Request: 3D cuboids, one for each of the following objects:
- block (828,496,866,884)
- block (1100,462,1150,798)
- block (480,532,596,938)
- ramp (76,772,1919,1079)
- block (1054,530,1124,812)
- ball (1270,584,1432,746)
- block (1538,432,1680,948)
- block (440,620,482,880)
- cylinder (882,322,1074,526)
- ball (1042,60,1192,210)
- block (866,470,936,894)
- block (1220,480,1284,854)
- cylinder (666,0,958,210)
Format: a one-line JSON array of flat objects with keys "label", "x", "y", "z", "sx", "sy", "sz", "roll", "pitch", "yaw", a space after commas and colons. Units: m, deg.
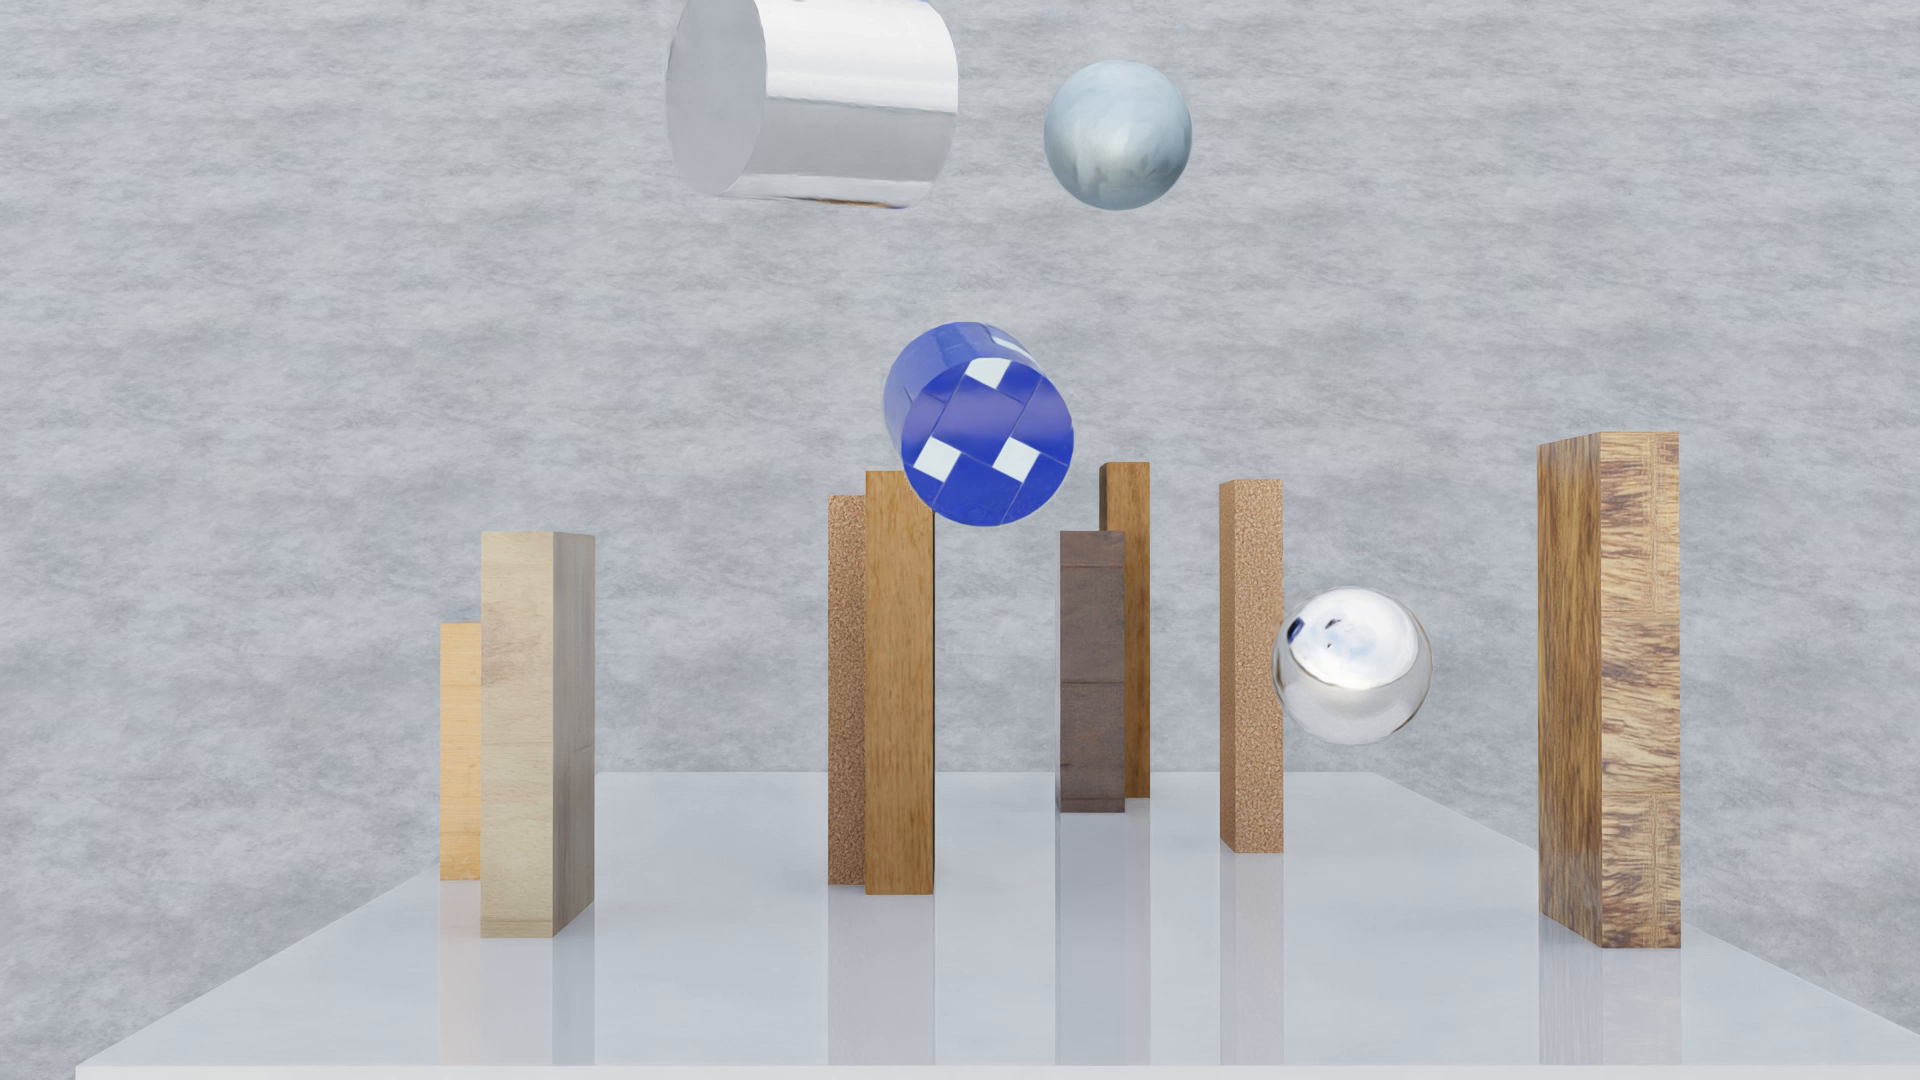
[{"label": "block", "x": -0.177, "y": 0.251, "z": 4.459, "sx": 0.083, "sy": 0.646, "sz": 0.326, "roll": 0, "pitch": -1, "yaw": 0}, {"label": "block", "x": 0.387, "y": 0.208, "z": 6.121, "sx": 0.098, "sy": 0.771, "sz": 0.335, "roll": 0, "pitch": -1, "yaw": 0}, {"label": "block", "x": -0.629, "y": 0.278, "z": 3.888, "sx": 0.102, "sy": 0.576, "sz": 0.424, "roll": 0, "pitch": -1, "yaw": 0}, {"label": "ramp", "x": 0.071, "y": 0.627, "z": 4.718, "sx": 2.000, "sy": 0.100, "sz": 4.000, "roll": 0, "pitch": -1, "yaw": 0}, {"label": "block", "x": 0.285, "y": 0.286, "z": 5.734, "sx": 0.139, "sy": 0.607, "sz": 0.303, "roll": 0, "pitch": -1, "yaw": 0}, {"label": "ball", "x": 0.439, "y": 0.140, "z": 2.904, "sx": 0.179, "sy": 0.179, "sz": 0.179, "roll": 0, "pitch": 32, "yaw": 0}, {"label": "block", "x": 0.938, "y": 0.209, "z": 3.766, "sx": 0.108, "sy": 0.711, "sz": 0.392, "roll": 0, "pitch": -1, "yaw": 0}, {"label": "block", "x": -0.831, "y": 0.359, "z": 4.573, "sx": 0.087, "sy": 0.432, "sz": 0.424, "roll": 0, "pitch": -1, "yaw": 0}, {"label": "cylinder", "x": 0.019, "y": -0.142, "z": 3.119, "sx": 0.204, "sy": 0.204, "sz": 0.204, "roll": -4, "pitch": 17, "yaw": -7}, {"label": "ball", "x": 0.163, "y": -0.420, "z": 2.687, "sx": 0.155, "sy": 0.155, "sz": 0.155, "roll": 0, "pitch": 32, "yaw": 0}, {"label": "block", "x": -0.098, "y": 0.232, "z": 4.364, "sx": 0.108, "sy": 0.681, "sz": 0.394, "roll": 0, "pitch": -1, "yaw": 0}, {"label": "block", "x": 0.551, "y": 0.234, "z": 4.922, "sx": 0.088, "sy": 0.689, "sz": 0.287, "roll": 0, "pitch": -1, "yaw": 0}, {"label": "cylinder", "x": -0.129, "y": -0.384, "z": 2.237, "sx": 0.186, "sy": 0.186, "sz": 0.186, "roll": -1, "pitch": 28, "yaw": -33}]
